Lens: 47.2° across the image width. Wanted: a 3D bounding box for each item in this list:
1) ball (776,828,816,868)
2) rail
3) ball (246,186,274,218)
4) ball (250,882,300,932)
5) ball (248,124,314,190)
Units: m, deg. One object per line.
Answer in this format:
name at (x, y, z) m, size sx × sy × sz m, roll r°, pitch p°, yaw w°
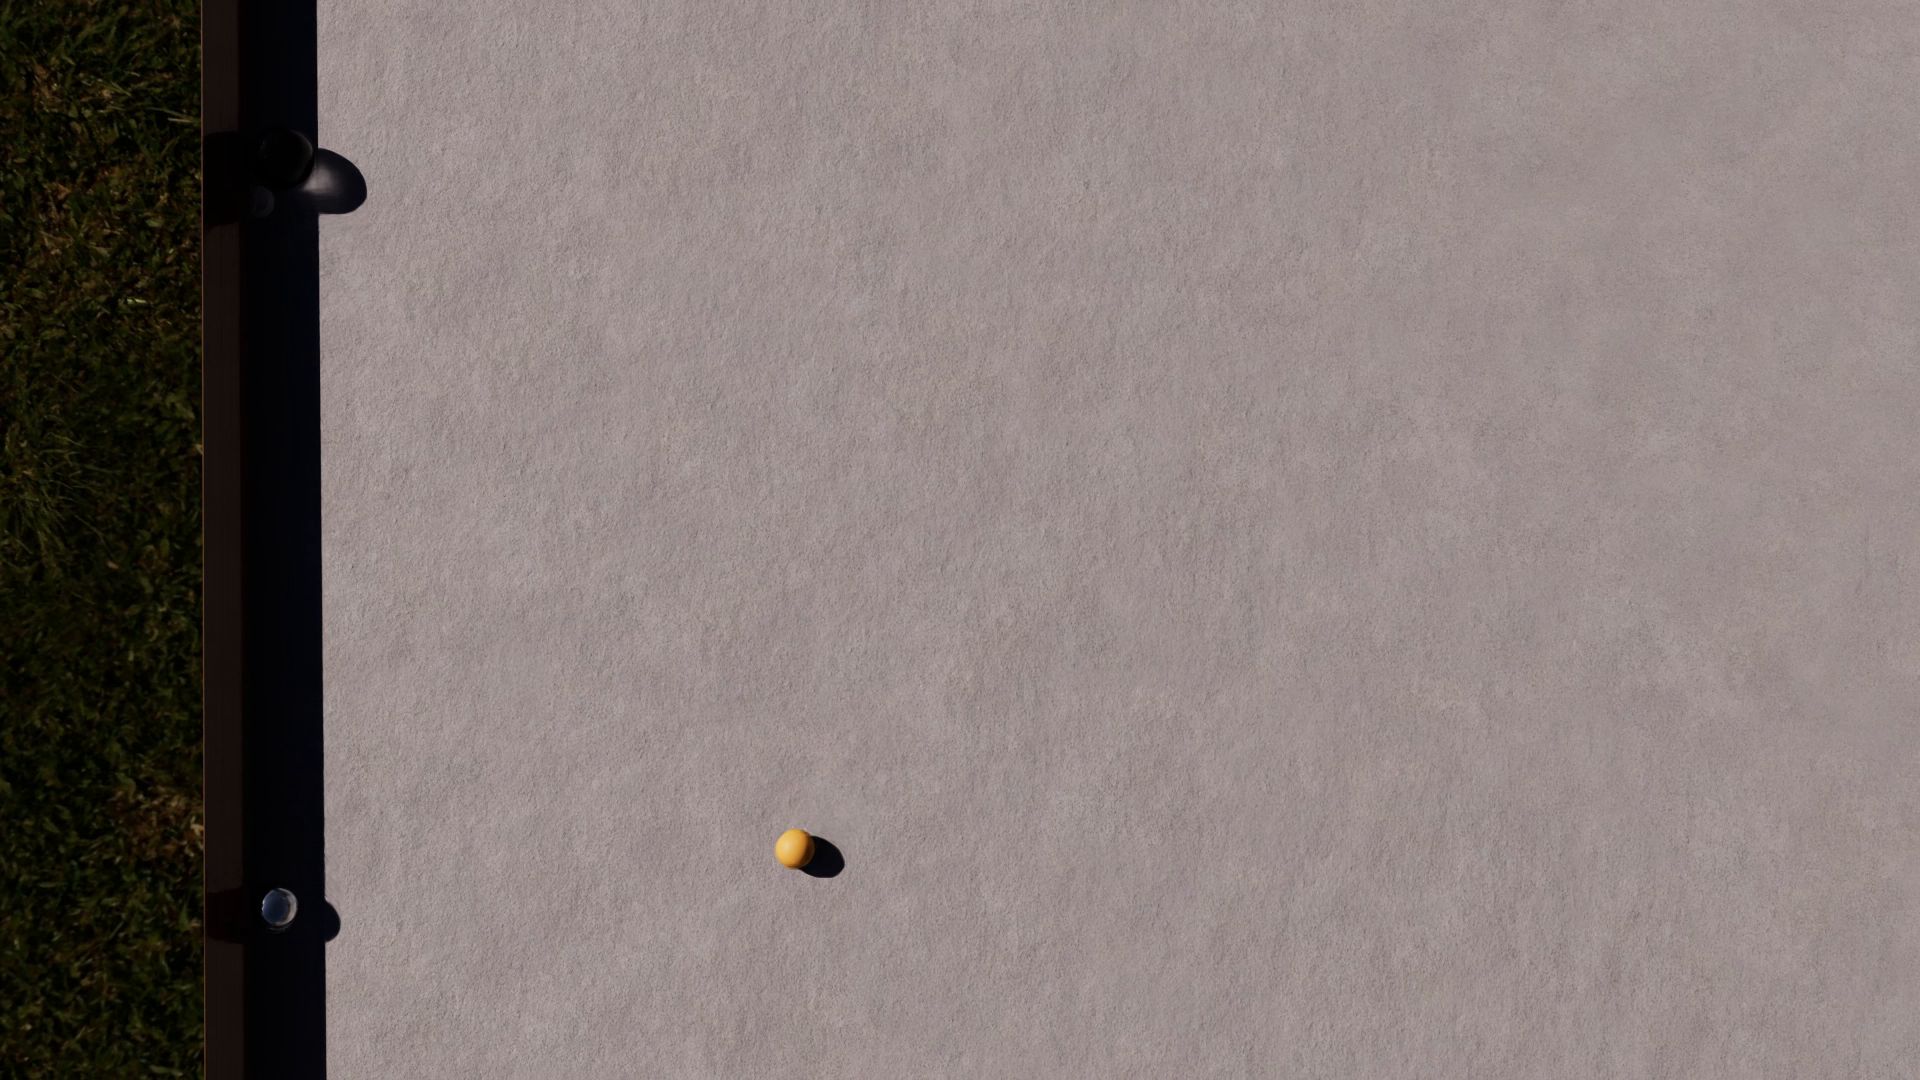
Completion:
ball at (-0.240, 0.450, 3.210) m, size 0.057 × 0.057 × 0.057 m, roll 0°, pitch 84°, yaw 0°
rail at (-1.063, 0.040, 3.219) m, size 0.045 × 0.129 × 2.358 m, roll -2°, pitch 84°, yaw 0°
ball at (-1.060, -0.510, 3.322) m, size 0.049 × 0.049 × 0.049 m, roll 0°, pitch 84°, yaw 0°
ball at (-0.995, 0.533, 3.194) m, size 0.071 × 0.071 × 0.071 m, roll 0°, pitch 84°, yaw 0°
ball at (-1.021, -0.575, 3.305) m, size 0.096 × 0.096 × 0.096 m, roll 0°, pitch 84°, yaw 0°
